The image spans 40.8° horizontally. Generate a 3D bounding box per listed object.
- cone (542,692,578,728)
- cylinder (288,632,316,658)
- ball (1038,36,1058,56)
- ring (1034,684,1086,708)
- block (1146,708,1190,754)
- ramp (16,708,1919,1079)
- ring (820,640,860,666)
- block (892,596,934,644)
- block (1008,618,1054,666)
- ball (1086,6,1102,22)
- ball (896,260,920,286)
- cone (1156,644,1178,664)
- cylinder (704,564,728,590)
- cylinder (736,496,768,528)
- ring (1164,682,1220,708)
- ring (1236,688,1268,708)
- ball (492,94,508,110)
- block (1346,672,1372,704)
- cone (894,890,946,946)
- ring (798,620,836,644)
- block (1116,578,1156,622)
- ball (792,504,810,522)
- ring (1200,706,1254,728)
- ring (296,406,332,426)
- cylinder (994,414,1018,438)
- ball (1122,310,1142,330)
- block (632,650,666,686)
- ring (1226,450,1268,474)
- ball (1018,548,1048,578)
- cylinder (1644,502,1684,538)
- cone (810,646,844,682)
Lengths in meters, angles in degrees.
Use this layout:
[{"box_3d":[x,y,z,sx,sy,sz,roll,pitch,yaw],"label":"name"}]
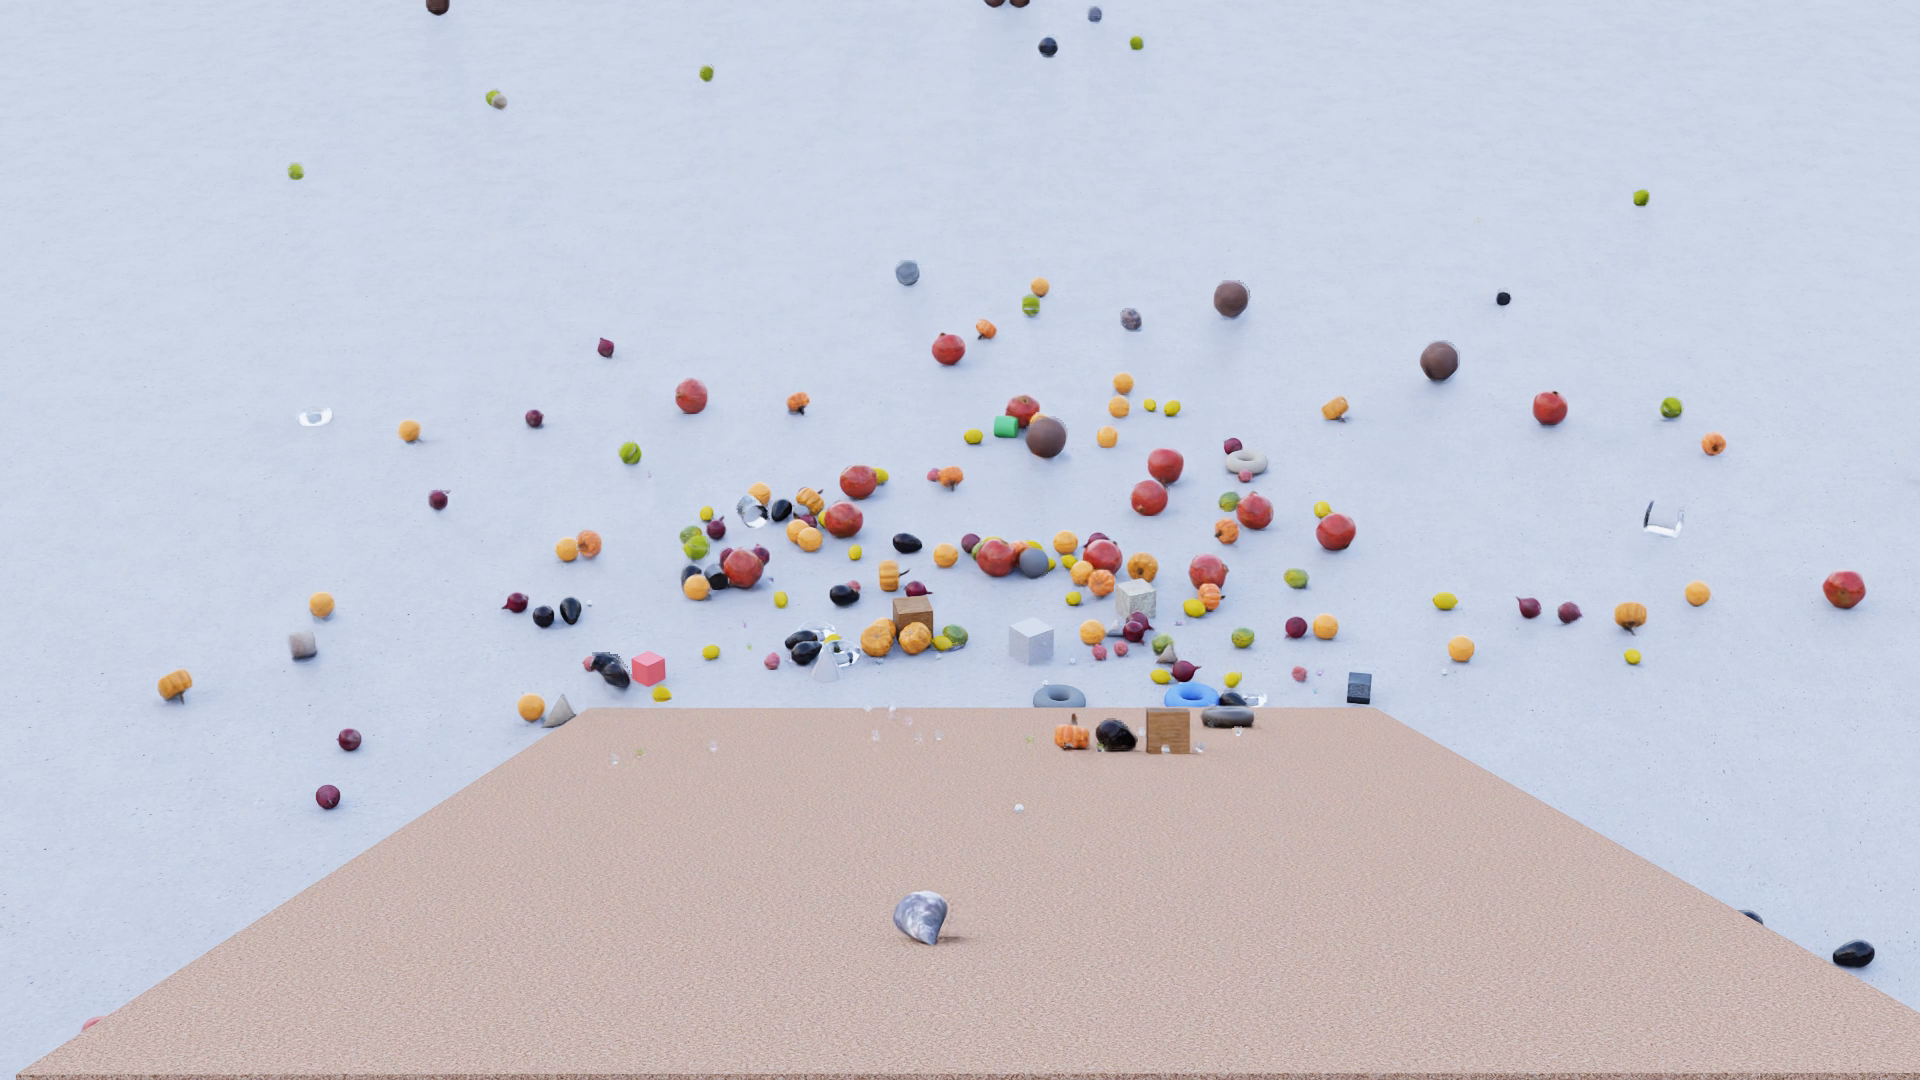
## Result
[{"box_3d":[-1.040,0.459,6.658,0.096,0.096,0.096,-32,31,-4],"label":"cone"},{"box_3d":[-1.784,0.285,6.995,0.065,0.065,0.065,-11,28,-21],"label":"cylinder"},{"box_3d":[0.430,-2.398,12.526,0.099,0.099,0.099,0,26,0],"label":"ball"},{"box_3d":[0.260,0.421,6.733,0.139,0.046,0.139,1,25,0],"label":"ring"},{"box_3d":[0.445,0.409,5.522,0.090,0.090,0.090,0,1,1],"label":"block"},{"box_3d":[0.058,0.529,4.566,2.000,0.100,4.000,0,1,0],"label":"ramp"},{"box_3d":[-0.325,0.307,6.982,0.112,0.037,0.112,1,27,0],"label":"ring"},{"box_3d":[-0.129,0.220,7.093,0.096,0.096,0.096,-5,26,-10],"label":"block"},{"box_3d":[0.193,0.275,6.991,0.086,0.086,0.086,-18,31,-33],"label":"block"},{"box_3d":[0.685,-2.673,13.118,0.081,0.081,0.081,0,26,0],"label":"ball"},{"box_3d":[-0.195,-0.996,9.625,0.091,0.091,0.091,0,26,0],"label":"ball"},{"box_3d":[0.553,0.319,6.967,0.058,0.058,0.058,-27,26,5],"label":"cone"},{"box_3d":[-0.697,0.106,7.375,0.057,0.057,0.057,-8,27,-17],"label":"cylinder"},{"box_3d":[-0.624,-0.084,7.748,0.077,0.077,0.077,-11,28,-21],"label":"cylinder"},{"box_3d":[0.606,0.419,6.736,0.145,0.048,0.145,-1,26,0],"label":"ring"},{"box_3d":[0.766,0.415,6.769,0.080,0.027,0.080,-1,25,1],"label":"ring"},{"box_3d":[-2.092,-1.992,11.717,0.070,0.070,0.070,0,26,0],"label":"ball"},{"box_3d":[1.050,0.390,6.782,0.060,0.060,0.060,5,26,9],"label":"block"},{"box_3d":[-0.043,0.496,3.284,0.071,0.071,0.071,-6,31,-13],"label":"cone"},{"box_3d":[-0.395,0.253,7.096,0.105,0.035,0.105,0,27,0],"label":"ring"},{"box_3d":[0.492,0.169,7.212,0.084,0.084,0.084,-11,28,-22],"label":"block"},{"box_3d":[-0.477,-0.079,7.765,0.053,0.053,0.053,0,26,0],"label":"ball"},{"box_3d":[0.632,0.418,6.097,0.129,0.043,0.129,-1,2,0],"label":"ring"},{"box_3d":[-2.120,-0.409,8.465,0.117,0.039,0.117,-1,26,1],"label":"ring"},{"box_3d":[0.149,-0.369,8.351,0.066,0.066,0.066,11,27,13],"label":"cylinder"},{"box_3d":[0.614,-0.786,9.205,0.077,0.077,0.077,0,26,0],"label":"ball"},{"box_3d":[-0.830,0.343,6.876,0.062,0.062,0.062,21,33,37],"label":"block"},{"box_3d":[0.902,-0.243,8.115,0.136,0.045,0.136,-1,25,0],"label":"ring"},{"box_3d":[0.212,0.064,7.428,0.086,0.086,0.086,0,26,0],"label":"ball"},{"box_3d":[2.097,-0.061,7.681,0.093,0.093,0.093,15,29,28],"label":"cylinder"},{"box_3d":[-0.356,0.321,6.892,0.090,0.090,0.090,0,26,0],"label":"cone"}]
